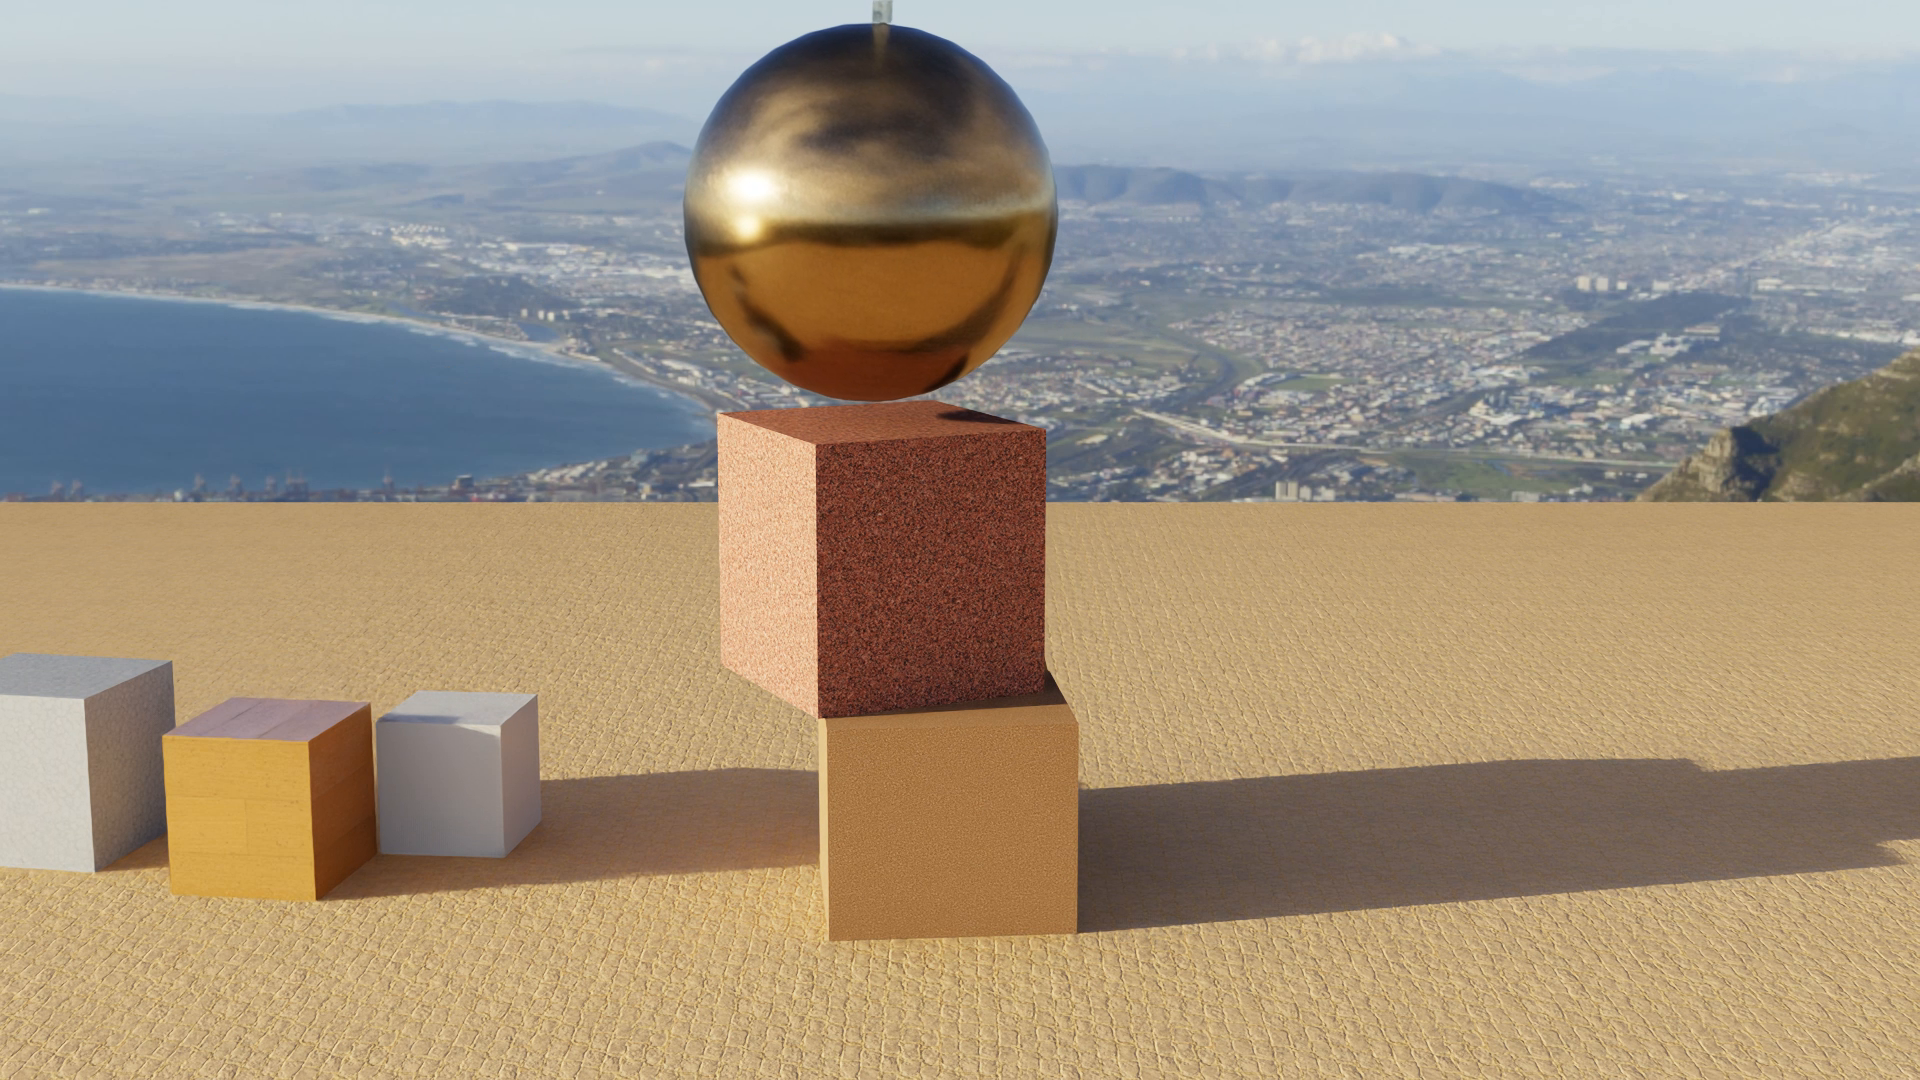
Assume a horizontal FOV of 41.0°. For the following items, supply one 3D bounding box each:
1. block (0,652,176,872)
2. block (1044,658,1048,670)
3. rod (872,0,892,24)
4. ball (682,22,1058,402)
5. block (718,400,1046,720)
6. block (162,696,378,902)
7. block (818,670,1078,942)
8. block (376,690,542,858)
[{"bbox_3d":[-4.166,1.008,11.805,0.806,0.793,0.772,2,11,12],"label":"block"},{"bbox_3d":[-0.053,0.979,11.937,0.908,0.804,0.955,0,10,-1],"label":"block"},{"bbox_3d":[-0.165,-4.728,10.321,0.080,5.200,0.080,4,10,-1],"label":"rod"},{"bbox_3d":[-0.380,-1.389,10.928,1.600,1.600,1.600,0,10,0],"label":"ball"},{"bbox_3d":[-0.354,0.046,11.138,1.052,1.136,1.101,-5,11,-26],"label":"block"},{"bbox_3d":[-3.036,1.134,11.339,0.659,0.712,0.700,2,10,9],"label":"block"},{"bbox_3d":[-0.070,1.112,10.951,1.026,0.894,0.957,-1,10,-5],"label":"block"},{"bbox_3d":[-2.318,1.078,11.906,0.580,0.619,0.603,1,10,7],"label":"block"}]
